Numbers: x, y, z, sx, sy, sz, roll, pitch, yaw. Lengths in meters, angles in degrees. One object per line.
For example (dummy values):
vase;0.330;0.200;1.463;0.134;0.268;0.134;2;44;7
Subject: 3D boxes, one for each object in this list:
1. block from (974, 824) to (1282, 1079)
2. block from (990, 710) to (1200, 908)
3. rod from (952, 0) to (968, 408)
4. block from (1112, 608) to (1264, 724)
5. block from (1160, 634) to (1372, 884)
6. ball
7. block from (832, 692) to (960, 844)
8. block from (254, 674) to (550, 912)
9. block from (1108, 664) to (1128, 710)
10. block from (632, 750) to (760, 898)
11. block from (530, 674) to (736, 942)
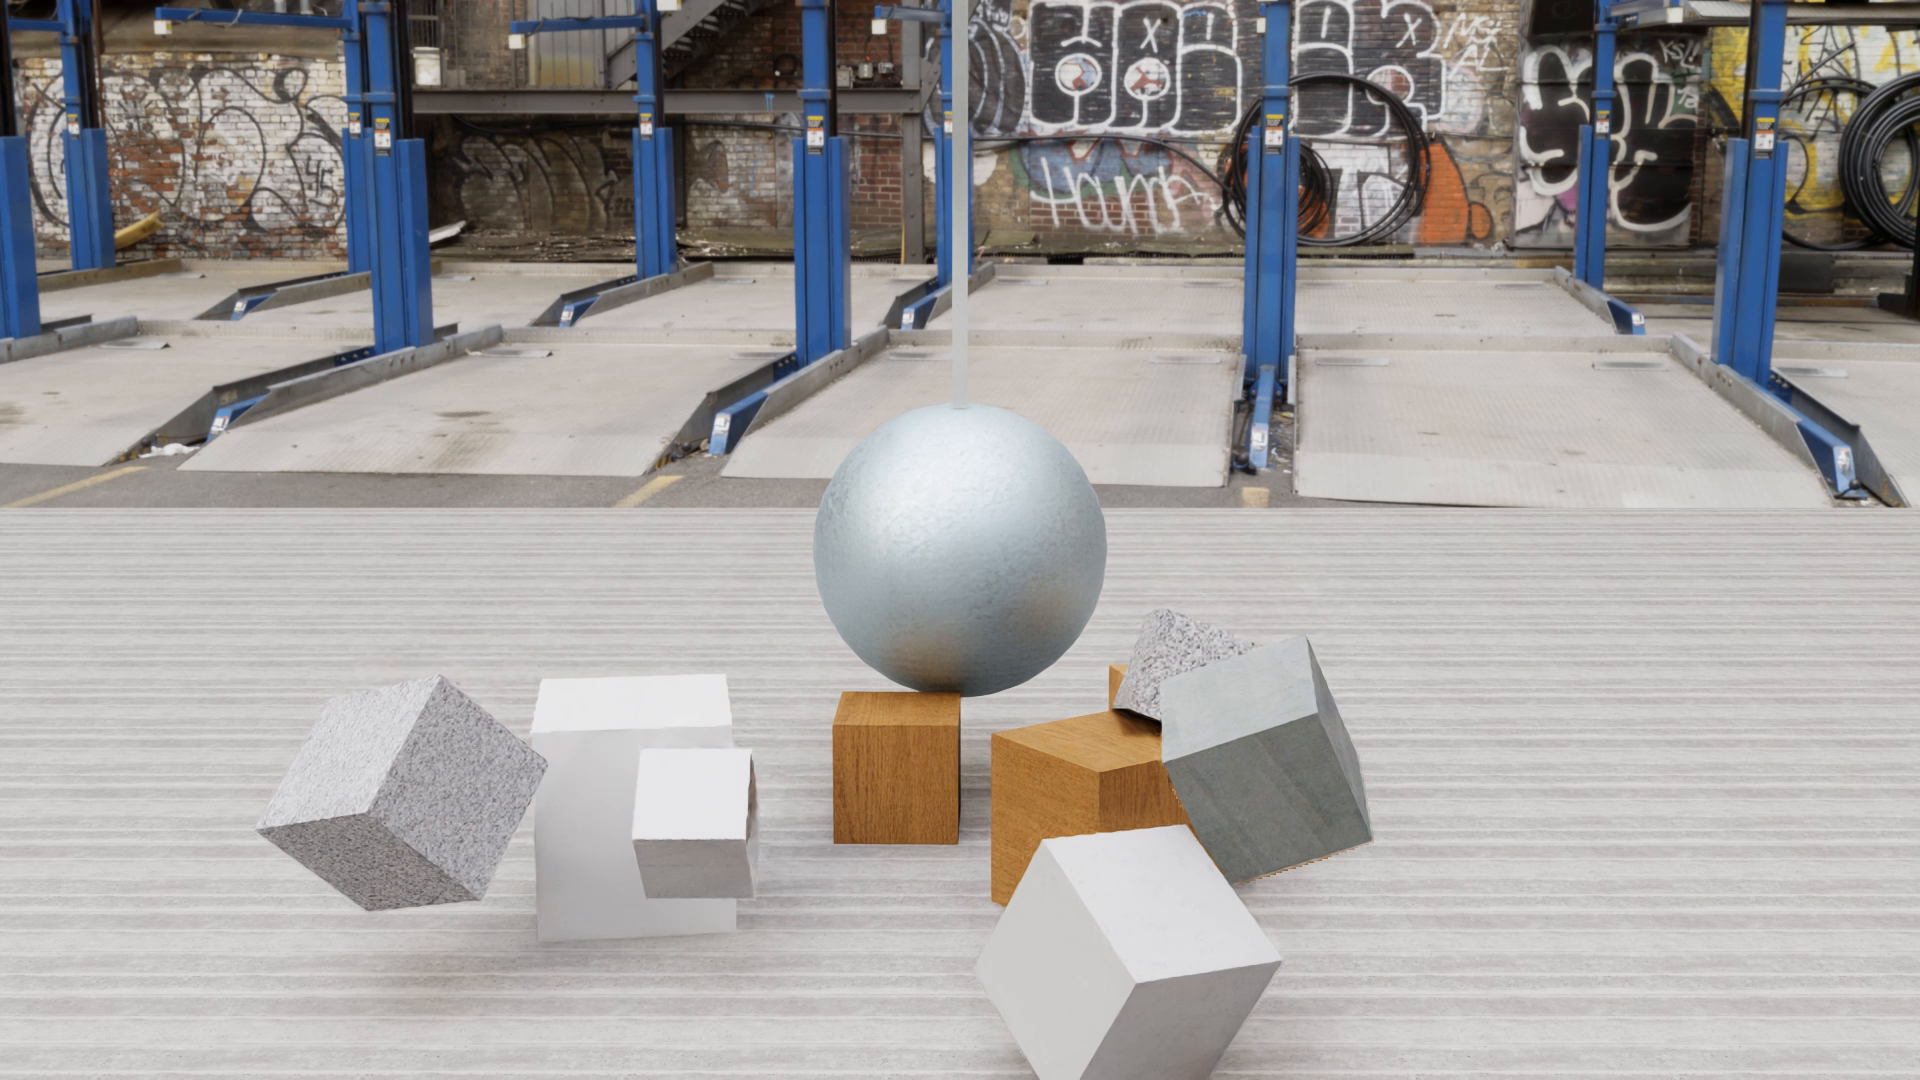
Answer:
block;0.609;1.568;8.127;0.683;0.693;0.686;0;39;-35
block;0.676;1.308;10.111;0.744;0.809;0.786;-7;13;-35
rod;0.000;-3.192;10.922;0.080;5.200;0.080;0;17;0
block;1.091;0.659;10.342;0.552;0.491;0.533;21;-5;-1
block;1.165;0.842;8.434;0.601;0.617;0.560;-20;26;14
ball;0.000;0.054;11.933;1.600;1.600;1.600;0;10;0
block;-0.317;1.171;11.386;0.629;0.622;0.681;0;10;1
block;-2.294;1.056;9.065;0.794;0.632;0.661;-13;43;40
block;1.270;1.094;11.320;0.805;0.798;0.769;-3;11;-15
block;-1.077;1.170;9.045;0.449;0.499;0.417;0;53;0
block;-1.503;1.215;10.192;0.875;0.962;0.962;-1;10;-8
